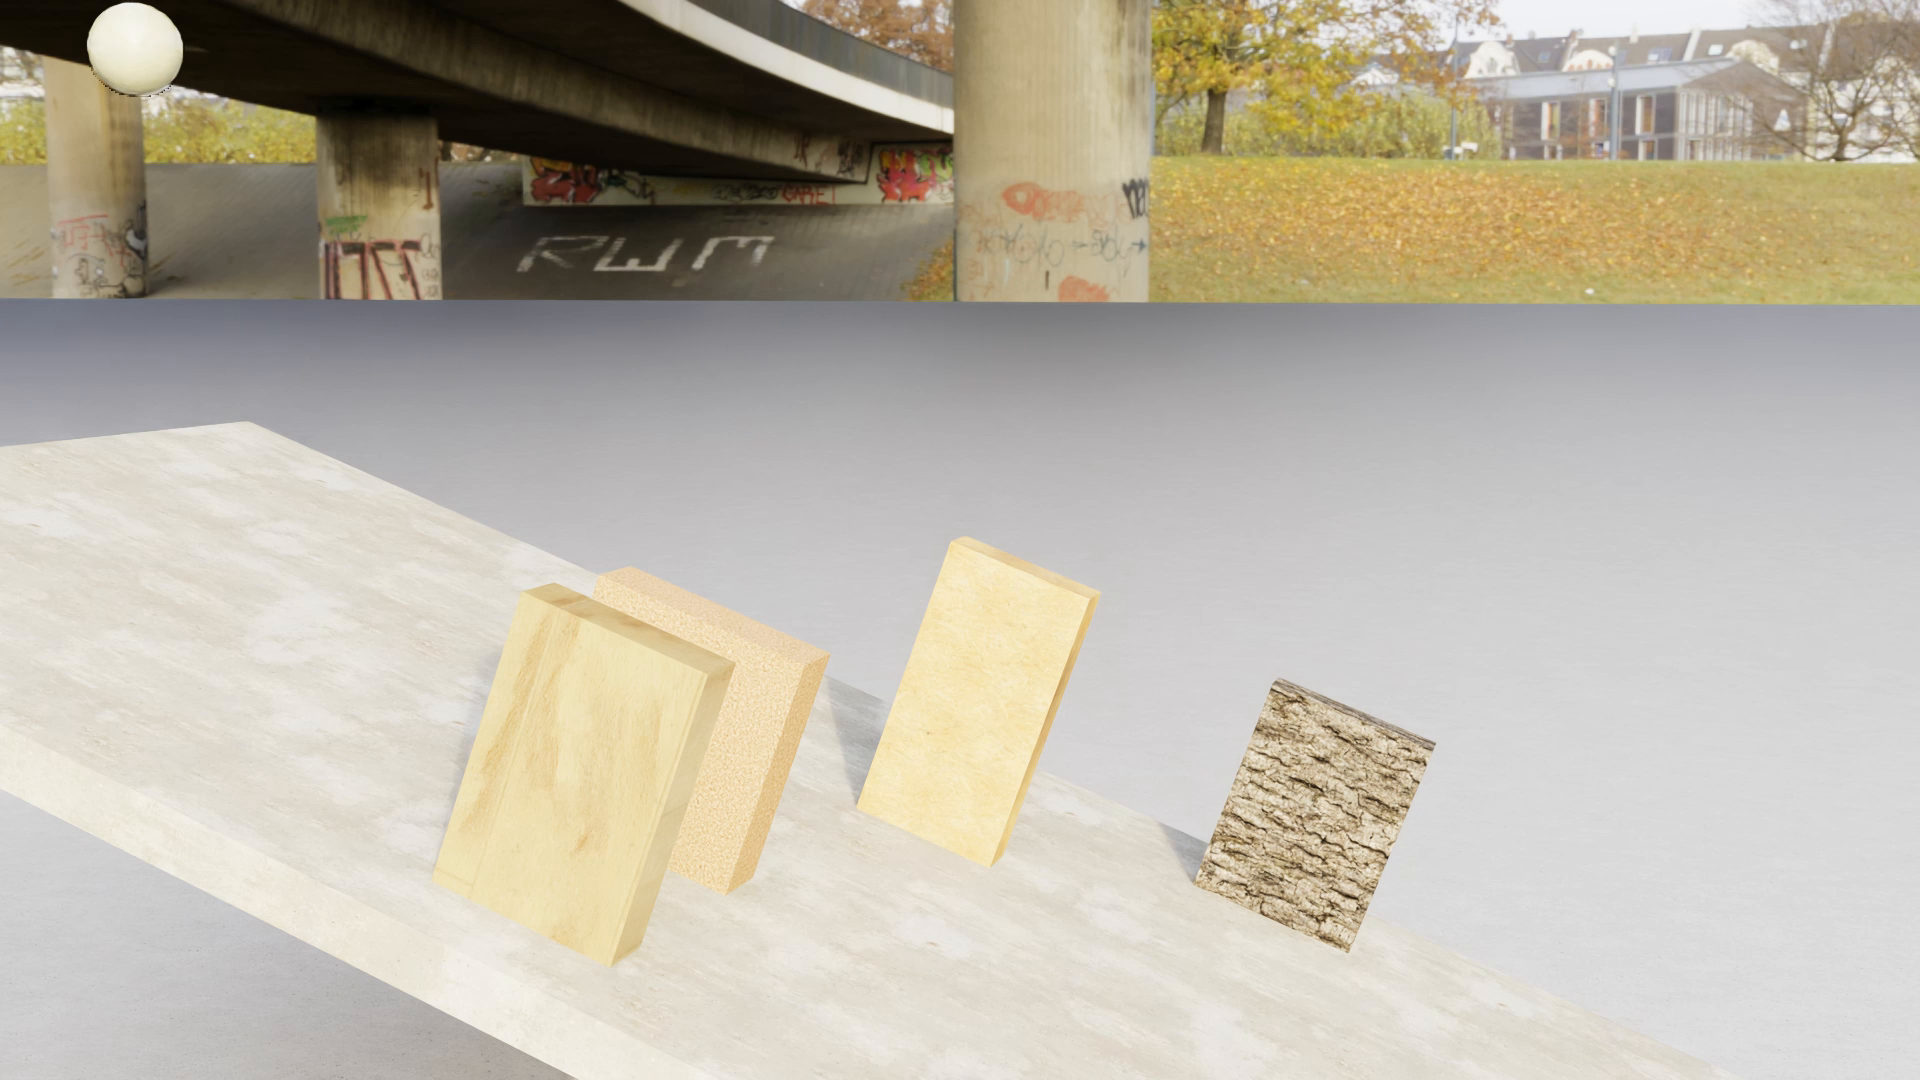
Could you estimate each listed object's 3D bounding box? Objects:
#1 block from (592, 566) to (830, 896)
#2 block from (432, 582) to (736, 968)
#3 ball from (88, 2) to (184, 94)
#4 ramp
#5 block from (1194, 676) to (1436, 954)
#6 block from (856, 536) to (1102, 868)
[{"bbox_3d":[-0.497,0.331,3.868,0.405,0.439,0.126,23,13,13],"label":"block"},{"bbox_3d":[-0.591,0.364,3.438,0.329,0.500,0.108,23,13,13],"label":"block"},{"bbox_3d":[-1.707,-1.017,4.554,0.187,0.187,0.187,0,7,0],"label":"ball"},{"bbox_3d":[-0.331,0.605,4.210,4.000,0.100,2.000,23,13,13],"label":"ramp"},{"bbox_3d":[0.746,0.579,4.640,0.354,0.472,0.086,23,13,13],"label":"block"},{"bbox_3d":[0.035,0.322,4.389,0.299,0.585,0.098,23,13,13],"label":"block"}]
